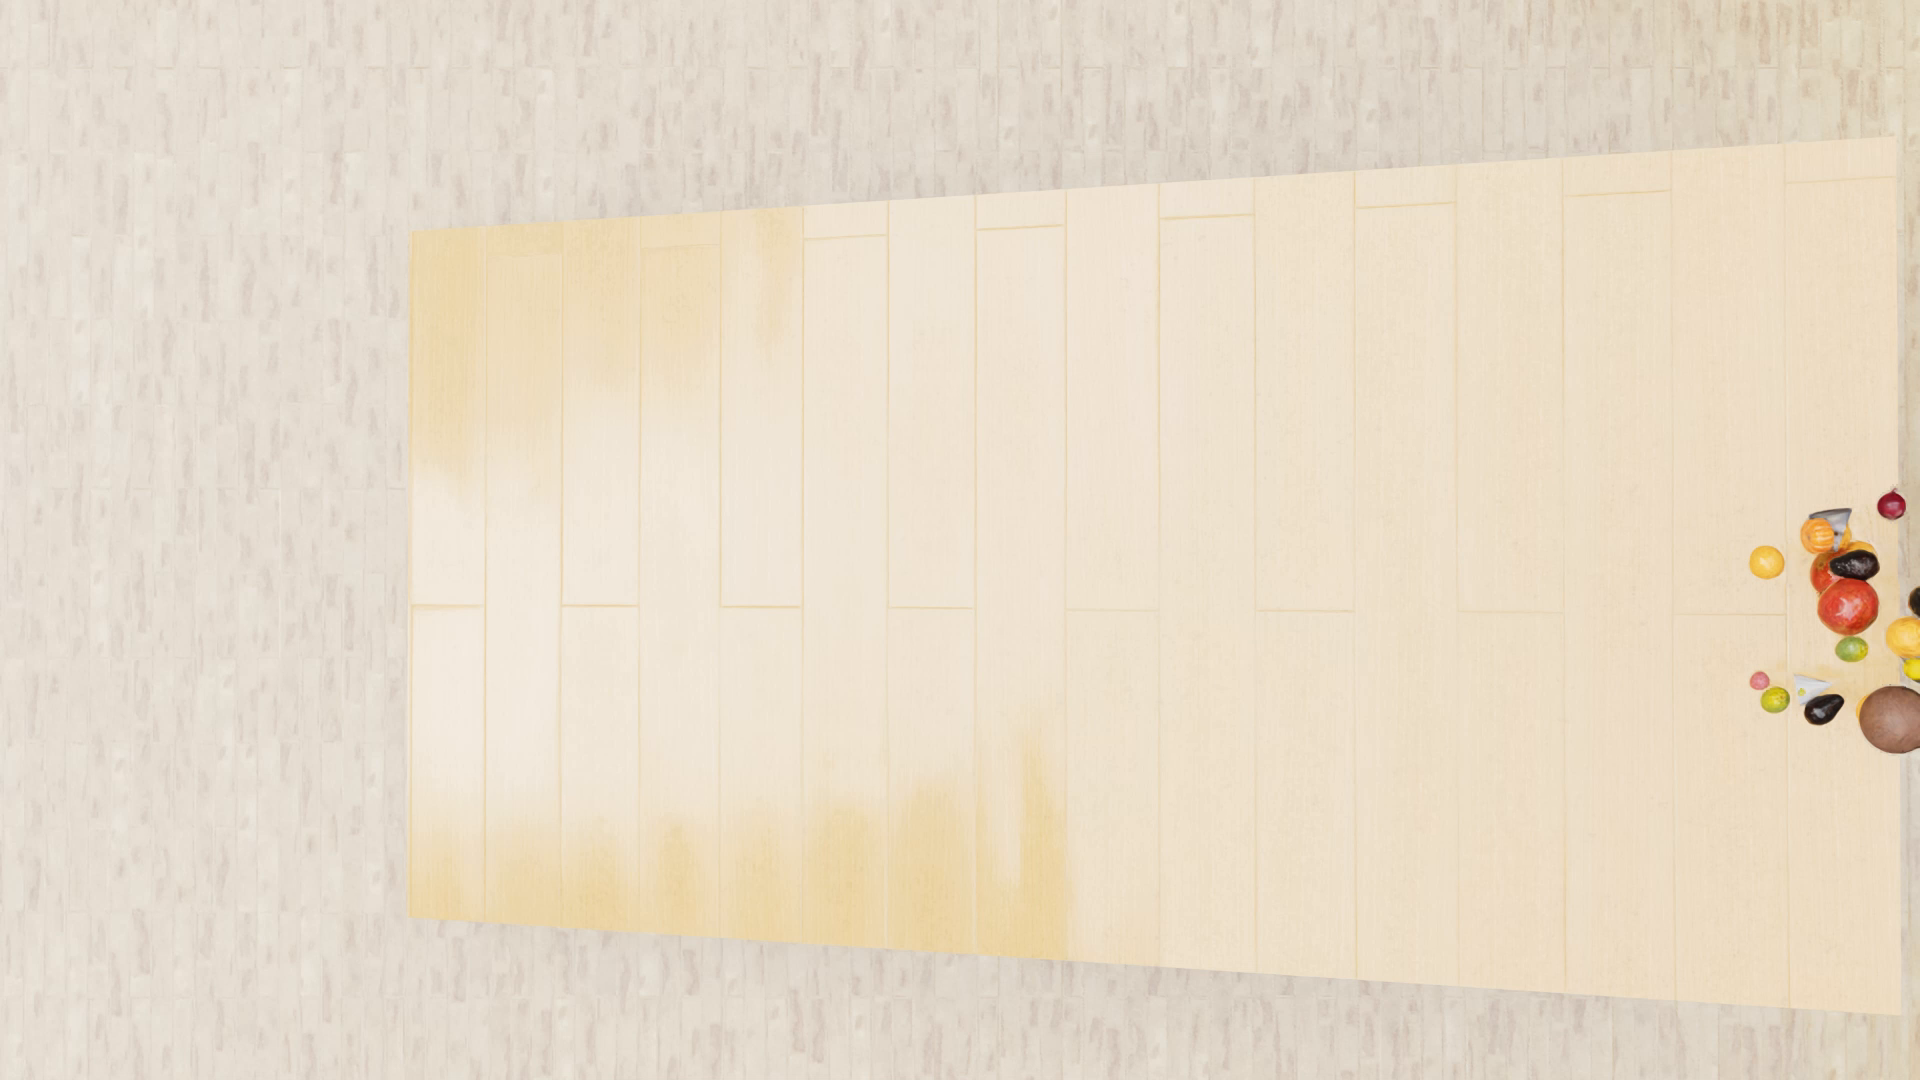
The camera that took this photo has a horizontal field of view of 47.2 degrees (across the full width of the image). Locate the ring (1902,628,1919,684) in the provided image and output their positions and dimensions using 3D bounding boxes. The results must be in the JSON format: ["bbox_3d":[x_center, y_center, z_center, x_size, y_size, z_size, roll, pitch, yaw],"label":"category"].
[{"bbox_3d":[1.879,0.225,4.232,0.126,0.042,0.126,-1,82,7],"label":"ring"}]

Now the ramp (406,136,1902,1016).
[{"bbox_3d":[0.281,0.089,5.754,4.000,0.100,2.000,0,89,21],"label":"ramp"}]

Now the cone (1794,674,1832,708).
[{"bbox_3d":[1.890,0.324,4.858,0.078,0.078,0.078,-13,89,22],"label":"cone"}]

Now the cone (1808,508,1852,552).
[{"bbox_3d":[1.882,-0.015,4.739,0.090,0.090,0.090,-11,95,0],"label":"cone"}]
